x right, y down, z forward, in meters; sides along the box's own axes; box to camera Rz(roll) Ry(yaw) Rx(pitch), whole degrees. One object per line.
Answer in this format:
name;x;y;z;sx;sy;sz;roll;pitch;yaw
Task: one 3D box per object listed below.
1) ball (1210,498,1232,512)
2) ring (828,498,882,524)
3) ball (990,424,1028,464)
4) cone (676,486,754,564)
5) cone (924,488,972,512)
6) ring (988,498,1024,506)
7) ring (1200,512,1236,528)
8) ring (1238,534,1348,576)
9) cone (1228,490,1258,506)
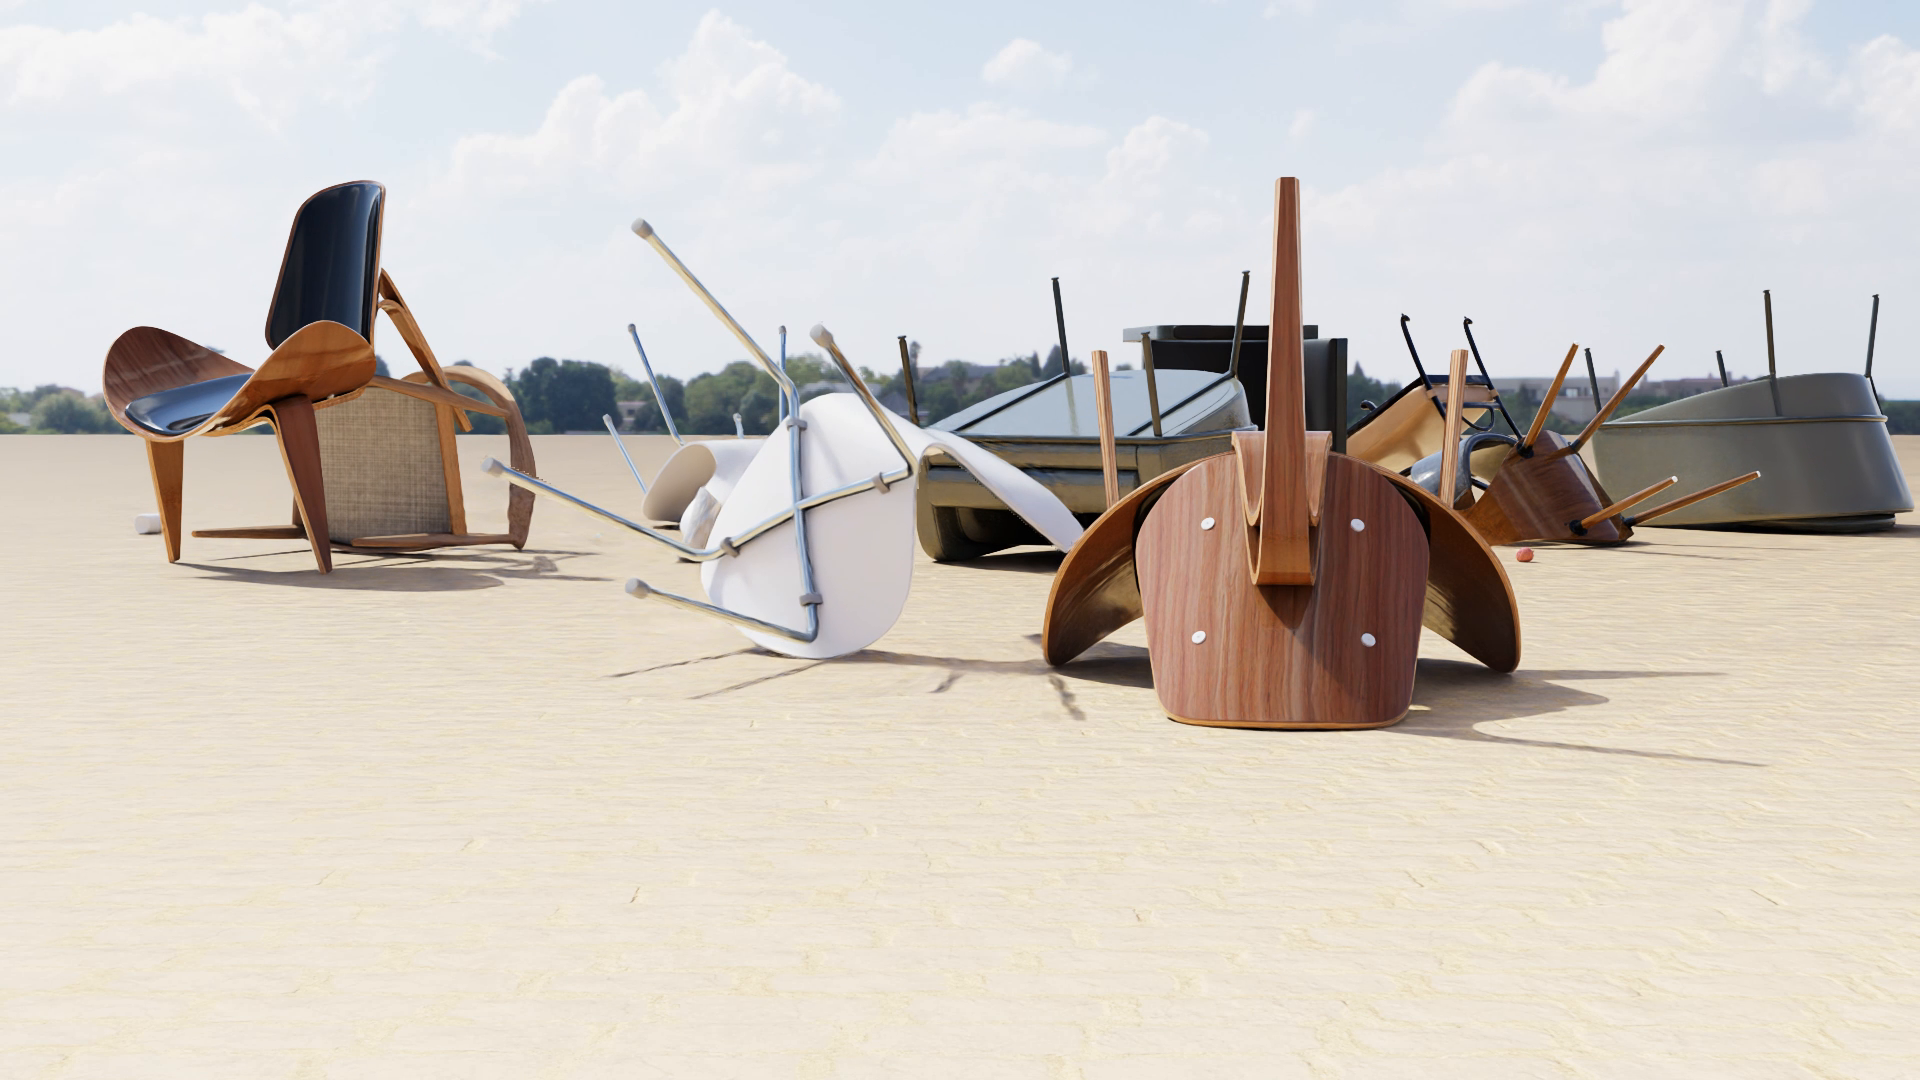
ball;0.888;-0.104;7.483;0.080;0.080;0.080;0;4;0
ring;-0.352;-0.095;7.386;0.155;0.077;0.235;-1;5;-36
ball;0.291;-0.569;13.117;0.236;0.236;0.236;0;4;0
cone;-0.669;0.009;5.690;0.170;0.252;0.208;-39;42;-15
cone;-0.075;-0.128;8.114;0.198;0.084;0.144;1;20;25
ring;0.174;-0.146;8.472;0.149;0.028;0.120;3;4;33
ring;0.842;-0.068;7.204;0.119;0.045;0.257;0;3;10
ring;0.819;0.036;5.414;0.272;0.085;0.352;2;5;14
cone;1.100;-0.150;8.514;0.122;0.077;0.047;-1;-36;26
